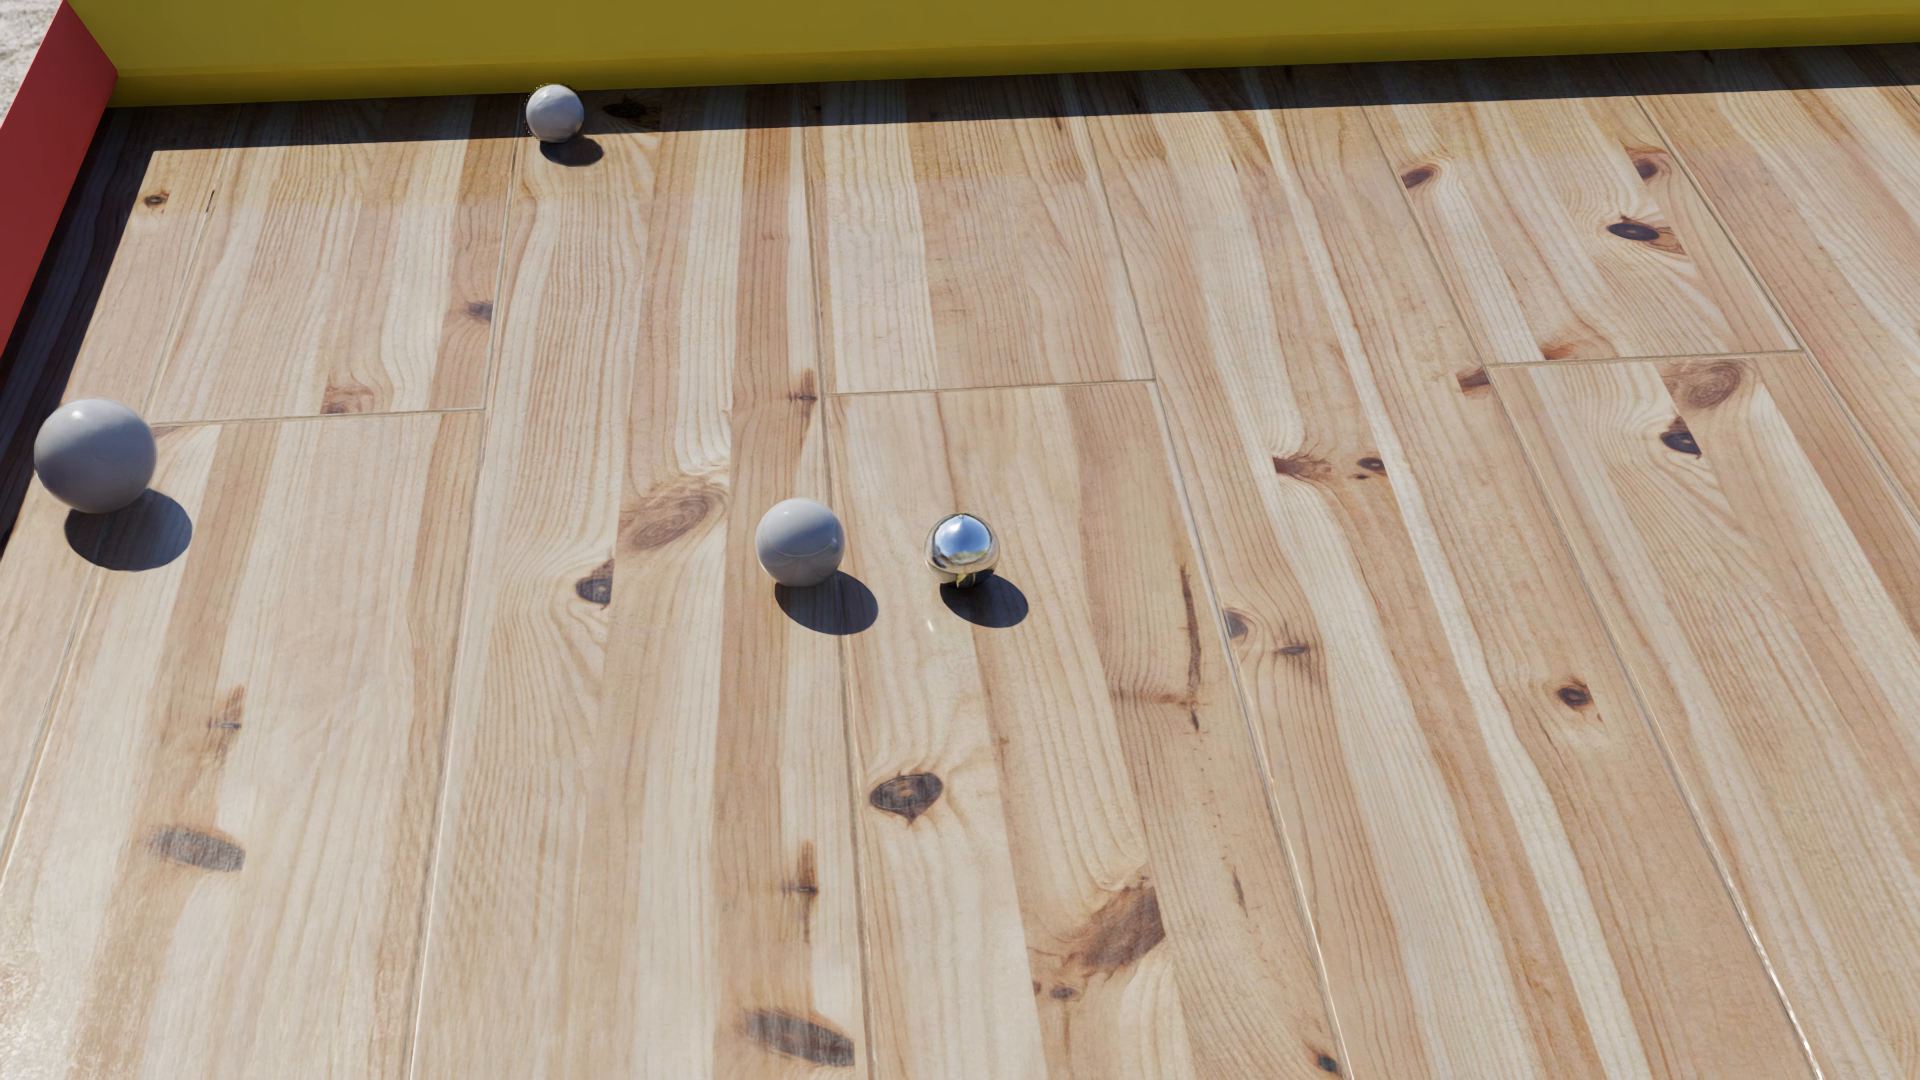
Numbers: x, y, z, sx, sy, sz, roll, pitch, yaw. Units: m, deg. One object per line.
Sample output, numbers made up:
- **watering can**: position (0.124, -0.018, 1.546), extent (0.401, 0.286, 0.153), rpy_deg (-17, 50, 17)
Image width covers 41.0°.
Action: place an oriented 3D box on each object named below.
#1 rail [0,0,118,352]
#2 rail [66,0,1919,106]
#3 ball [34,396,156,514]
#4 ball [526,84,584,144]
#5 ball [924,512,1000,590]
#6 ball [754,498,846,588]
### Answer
- **rail**: position (-0.697, 0.015, 1.650), extent (0.045, 0.105, 1.533), rpy_deg (-3, 36, -4)
- **rail**: position (0.659, -0.487, 2.345), extent (2.891, 0.105, 0.045), rpy_deg (-3, 36, -4)
- **ball**: position (-0.598, -0.059, 1.774), extent (0.081, 0.081, 0.081), rpy_deg (0, 36, 0)
- **ball**: position (-0.352, -0.371, 2.232), extent (0.050, 0.050, 0.050), rpy_deg (0, 36, 0)
- **ball**: position (0.001, 0.007, 1.708), extent (0.051, 0.051, 0.051), rpy_deg (0, 36, 0)
- **ball**: position (-0.106, 0.002, 1.707), extent (0.061, 0.061, 0.061), rpy_deg (0, 36, 0)
